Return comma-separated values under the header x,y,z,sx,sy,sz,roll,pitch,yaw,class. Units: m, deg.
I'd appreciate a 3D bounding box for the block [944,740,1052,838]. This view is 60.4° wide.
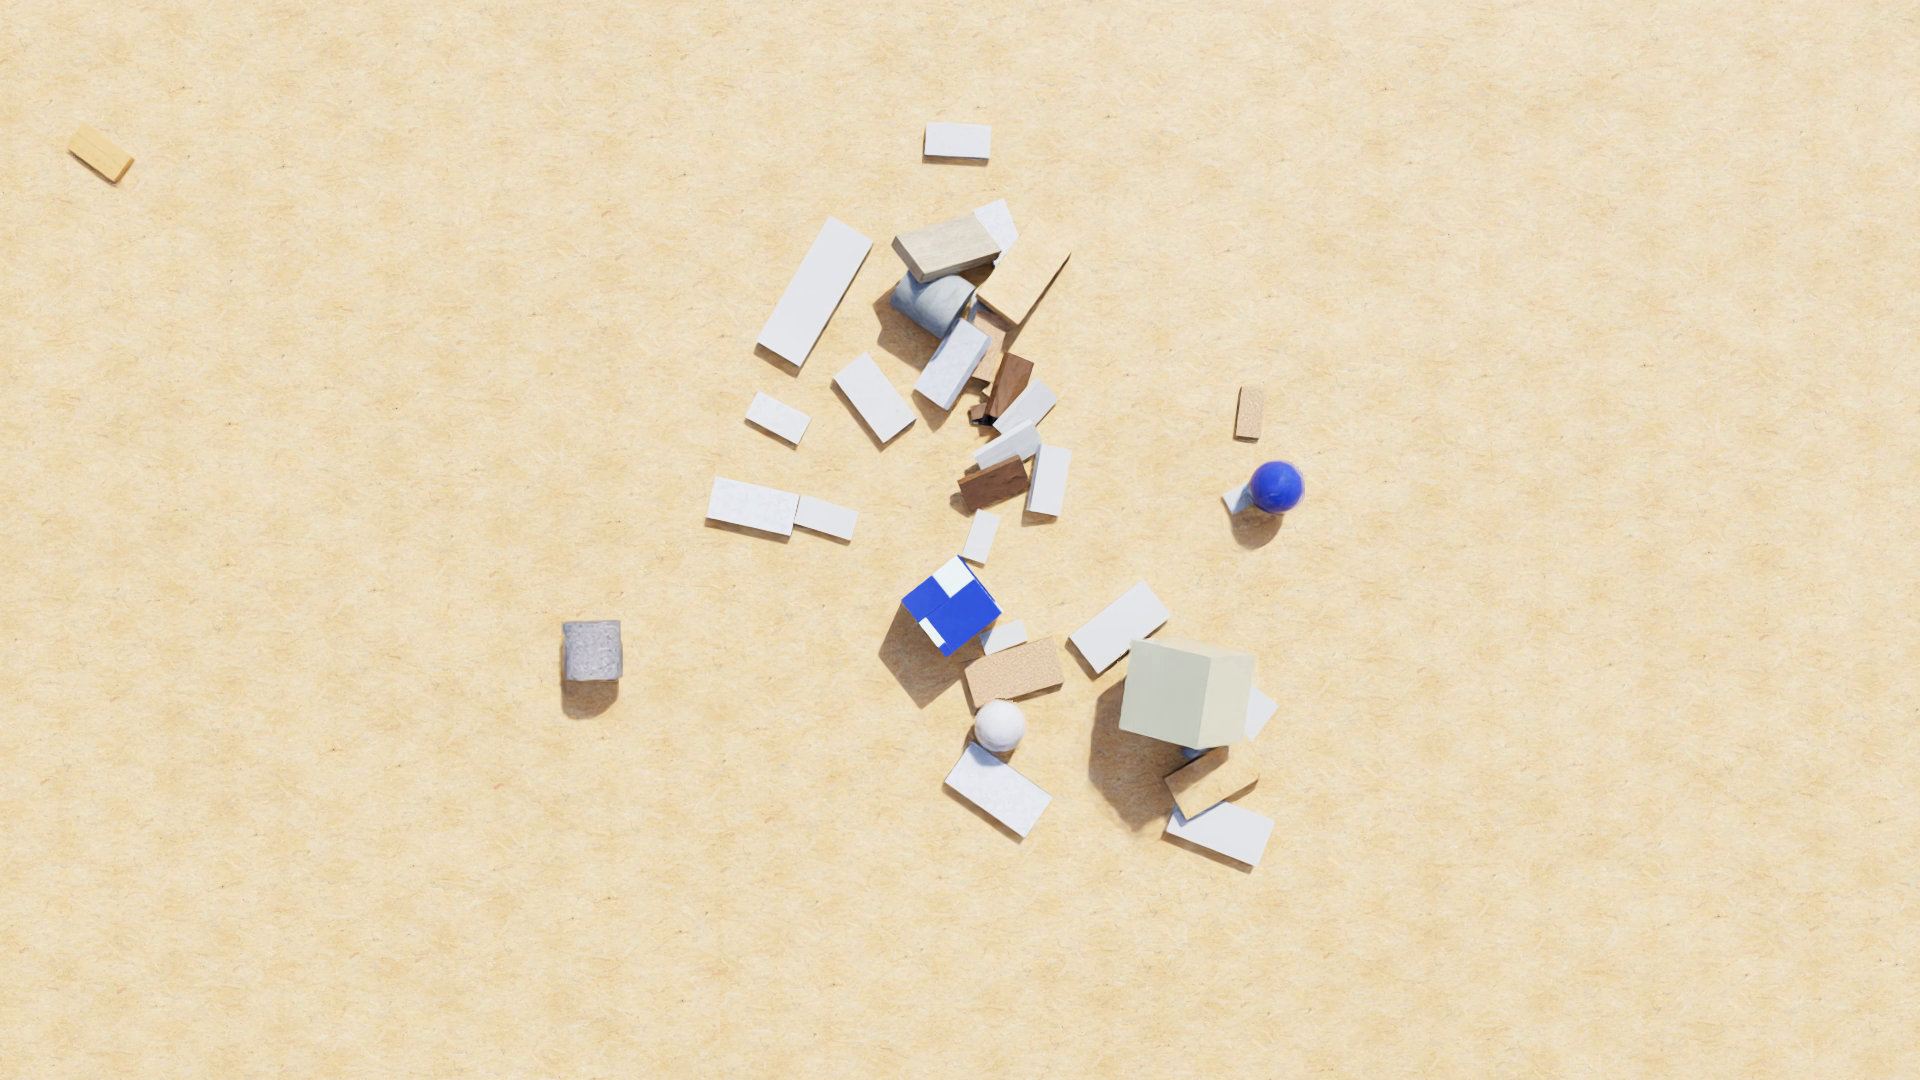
x,y,z,sx,sy,sz,roll,pitch,yaw,class
0.128,0.825,5.477,0.324,0.046,0.162,35,90,0,block

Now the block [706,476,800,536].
x,y,z,sx,sy,sz,roll,pitch,yaw,class
-0.686,-0.113,5.480,0.285,0.039,0.139,13,90,0,block

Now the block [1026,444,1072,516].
x,y,z,sx,sy,sz,roll,pitch,yaw,class
0.295,-0.199,5.465,0.111,0.031,0.222,10,90,-22,block

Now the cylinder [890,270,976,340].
x,y,z,sx,sy,sz,roll,pitch,yaw,class
-0.089,-0.799,5.398,0.206,0.206,0.206,34,90,0,cylinder

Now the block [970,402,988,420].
x,y,z,sx,sy,sz,roll,pitch,yaw,class
0.083,-0.432,5.480,0.094,0.013,0.047,-12,90,0,block

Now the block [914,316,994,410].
x,y,z,sx,sy,sz,roll,pitch,yaw,class
-0.023,-0.582,5.430,0.139,0.039,0.277,37,100,27,block

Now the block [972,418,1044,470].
x,y,z,sx,sy,sz,roll,pitch,yaw,class
0.161,-0.298,5.454,0.222,0.031,0.111,-31,128,0,block

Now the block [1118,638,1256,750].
x,y,z,sx,sy,sz,roll,pitch,yaw,class
0.729,0.486,5.287,0.290,0.290,0.290,11,95,38,block

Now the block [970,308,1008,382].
x,y,z,sx,sy,sz,roll,pitch,yaw,class
0.081,-0.643,5.453,0.110,0.031,0.221,16,90,0,block

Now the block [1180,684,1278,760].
x,y,z,sx,sy,sz,roll,pitch,yaw,class
0.894,0.628,5.477,0.162,0.046,0.324,37,90,0,block

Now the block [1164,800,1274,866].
x,y,z,sx,sy,sz,roll,pitch,yaw,class
0.862,0.947,5.477,0.324,0.046,0.162,21,90,0,block

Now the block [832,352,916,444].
x,y,z,sx,sy,sz,roll,pitch,yaw,class
-0.282,-0.473,5.480,0.139,0.039,0.277,-37,90,0,block

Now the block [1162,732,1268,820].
x,y,z,sx,sy,sz,roll,pitch,yaw,class
0.840,0.774,5.432,0.309,0.044,0.154,-30,90,0,block

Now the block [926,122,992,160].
x,y,z,sx,sy,sz,roll,pitch,yaw,class
-0.006,-1.327,5.485,0.215,0.030,0.108,3,90,0,block

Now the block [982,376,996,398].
x,y,z,sx,sy,sz,roll,pitch,yaw,class
0.120,-0.511,5.480,0.047,0.013,0.094,42,73,0,block

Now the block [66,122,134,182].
x,y,z,sx,sy,sz,roll,pitch,yaw,class
-2.859,-1.288,5.486,0.198,0.028,0.099,37,90,0,block

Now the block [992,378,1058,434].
x,y,z,sx,sy,sz,roll,pitch,yaw,class
0.218,-0.423,5.456,0.215,0.030,0.108,-48,126,0,block

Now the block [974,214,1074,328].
x,y,z,sx,sy,sz,roll,pitch,yaw,class
0.215,-0.886,5.437,0.168,0.048,0.337,37,79,-6,block

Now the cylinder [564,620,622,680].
x,y,z,sx,sy,sz,roll,pitch,yaw,class
-1.202,0.360,5.408,0.185,0.185,0.185,-2,90,0,cylinder

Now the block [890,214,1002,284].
x,y,z,sx,sy,sz,roll,pitch,yaw,class
-0.042,-0.949,5.360,0.337,0.048,0.168,-23,70,-36,block

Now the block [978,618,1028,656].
x,y,z,sx,sy,sz,roll,pitch,yaw,class
0.144,0.323,5.489,0.150,0.021,0.075,-20,90,0,block

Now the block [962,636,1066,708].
x,y,z,sx,sy,sz,roll,pitch,yaw,class
0.179,0.438,5.478,0.309,0.044,0.154,-16,90,0,block

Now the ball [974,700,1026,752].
x,y,z,sx,sy,sz,roll,pitch,yaw,class
0.132,0.612,5.415,0.171,0.171,0.171,0,90,0,ball

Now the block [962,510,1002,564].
x,y,z,sx,sy,sz,roll,pitch,yaw,class
0.071,-0.012,5.488,0.082,0.023,0.165,19,90,0,block

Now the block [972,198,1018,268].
x,y,z,sx,sy,sz,roll,pitch,yaw,class
0.134,-1.012,5.484,0.110,0.031,0.221,-21,90,0,block

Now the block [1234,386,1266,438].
x,y,z,sx,sy,sz,roll,pitch,yaw,class
0.967,-0.425,5.488,0.082,0.023,0.165,7,90,0,block

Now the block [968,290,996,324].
x,y,z,sx,sy,sz,roll,pitch,yaw,class
0.079,-0.713,5.484,0.110,0.031,0.221,12,90,0,block

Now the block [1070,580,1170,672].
x,y,z,sx,sy,sz,roll,pitch,yaw,class
0.531,0.286,5.478,0.309,0.044,0.154,-38,90,0,block

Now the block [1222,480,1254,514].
x,y,z,sx,sy,sz,roll,pitch,yaw,class
0.955,-0.151,5.489,0.150,0.021,0.075,-27,90,0,block

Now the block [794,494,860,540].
x,y,z,sx,sy,sz,roll,pitch,yaw,class
-0.443,-0.075,5.486,0.198,0.028,0.099,17,90,0,block

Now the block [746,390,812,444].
x,y,z,sx,sy,sz,roll,pitch,yaw,class
-0.604,-0.407,5.486,0.198,0.028,0.099,28,90,0,block

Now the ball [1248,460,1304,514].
x,y,z,sx,sy,sz,roll,pitch,yaw,class
1.033,-0.173,5.390,0.177,0.177,0.177,0,90,0,ball

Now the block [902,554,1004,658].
x,y,z,sx,sy,sz,roll,pitch,yaw,class
-0.025,0.210,5.382,0.235,0.235,0.235,-39,90,0,block

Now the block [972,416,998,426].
x,y,z,sx,sy,sz,roll,pitch,yaw,class
0.087,-0.405,5.493,0.094,0.013,0.047,7,90,0,block

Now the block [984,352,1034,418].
x,y,z,sx,sy,sz,roll,pitch,yaw,class
0.164,-0.502,5.457,0.108,0.030,0.215,18,90,-34,block

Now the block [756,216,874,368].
x,y,z,sx,sy,sz,roll,pitch,yaw,class
-0.480,-0.824,5.476,0.168,0.048,0.481,30,90,0,block

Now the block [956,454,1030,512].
x,y,z,sx,sy,sz,roll,pitch,yaw,class
0.113,-0.189,5.458,0.222,0.031,0.111,-23,121,0,block
